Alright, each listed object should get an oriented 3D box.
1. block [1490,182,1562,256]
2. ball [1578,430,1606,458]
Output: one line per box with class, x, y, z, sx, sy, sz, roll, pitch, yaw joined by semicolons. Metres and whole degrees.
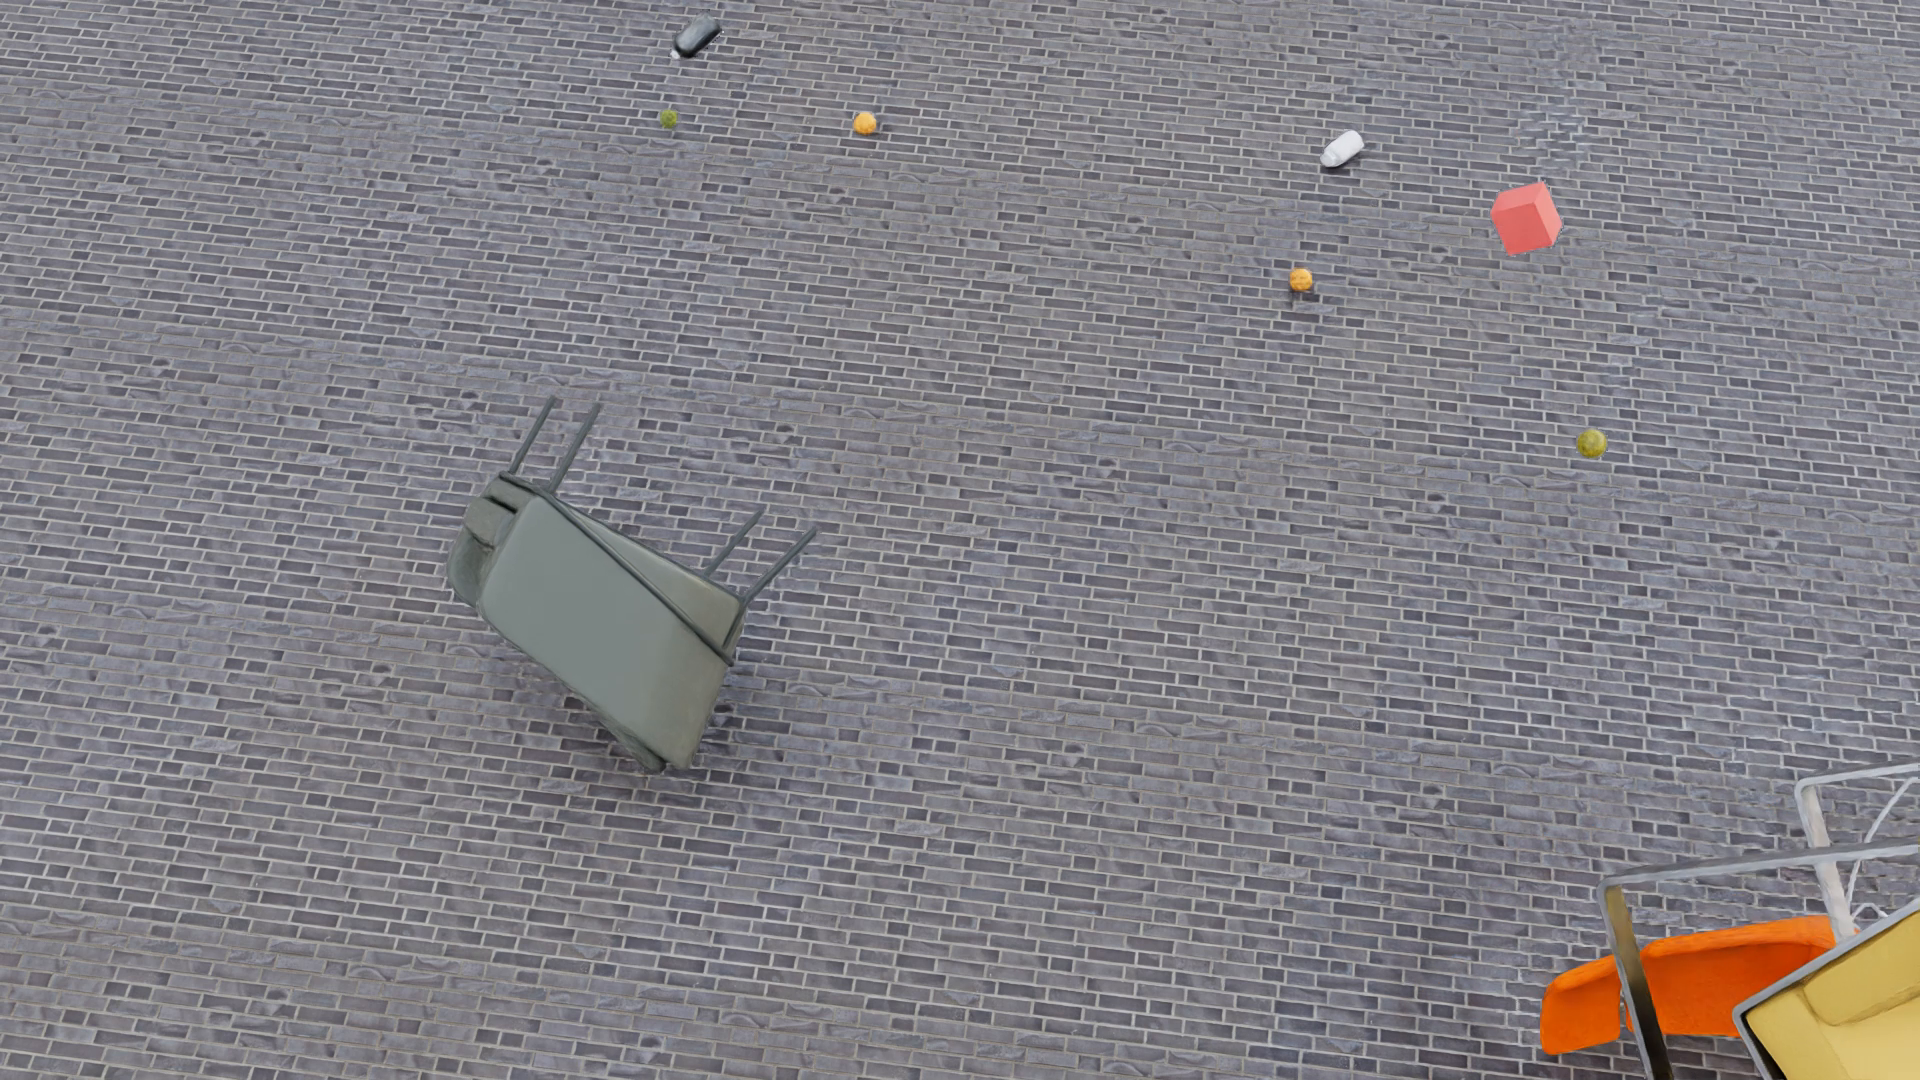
block;1.646;-0.934;6.392;0.137;0.148;0.115;-10;33;38
ball;1.928;-0.295;6.706;0.086;0.086;0.086;0;56;0
